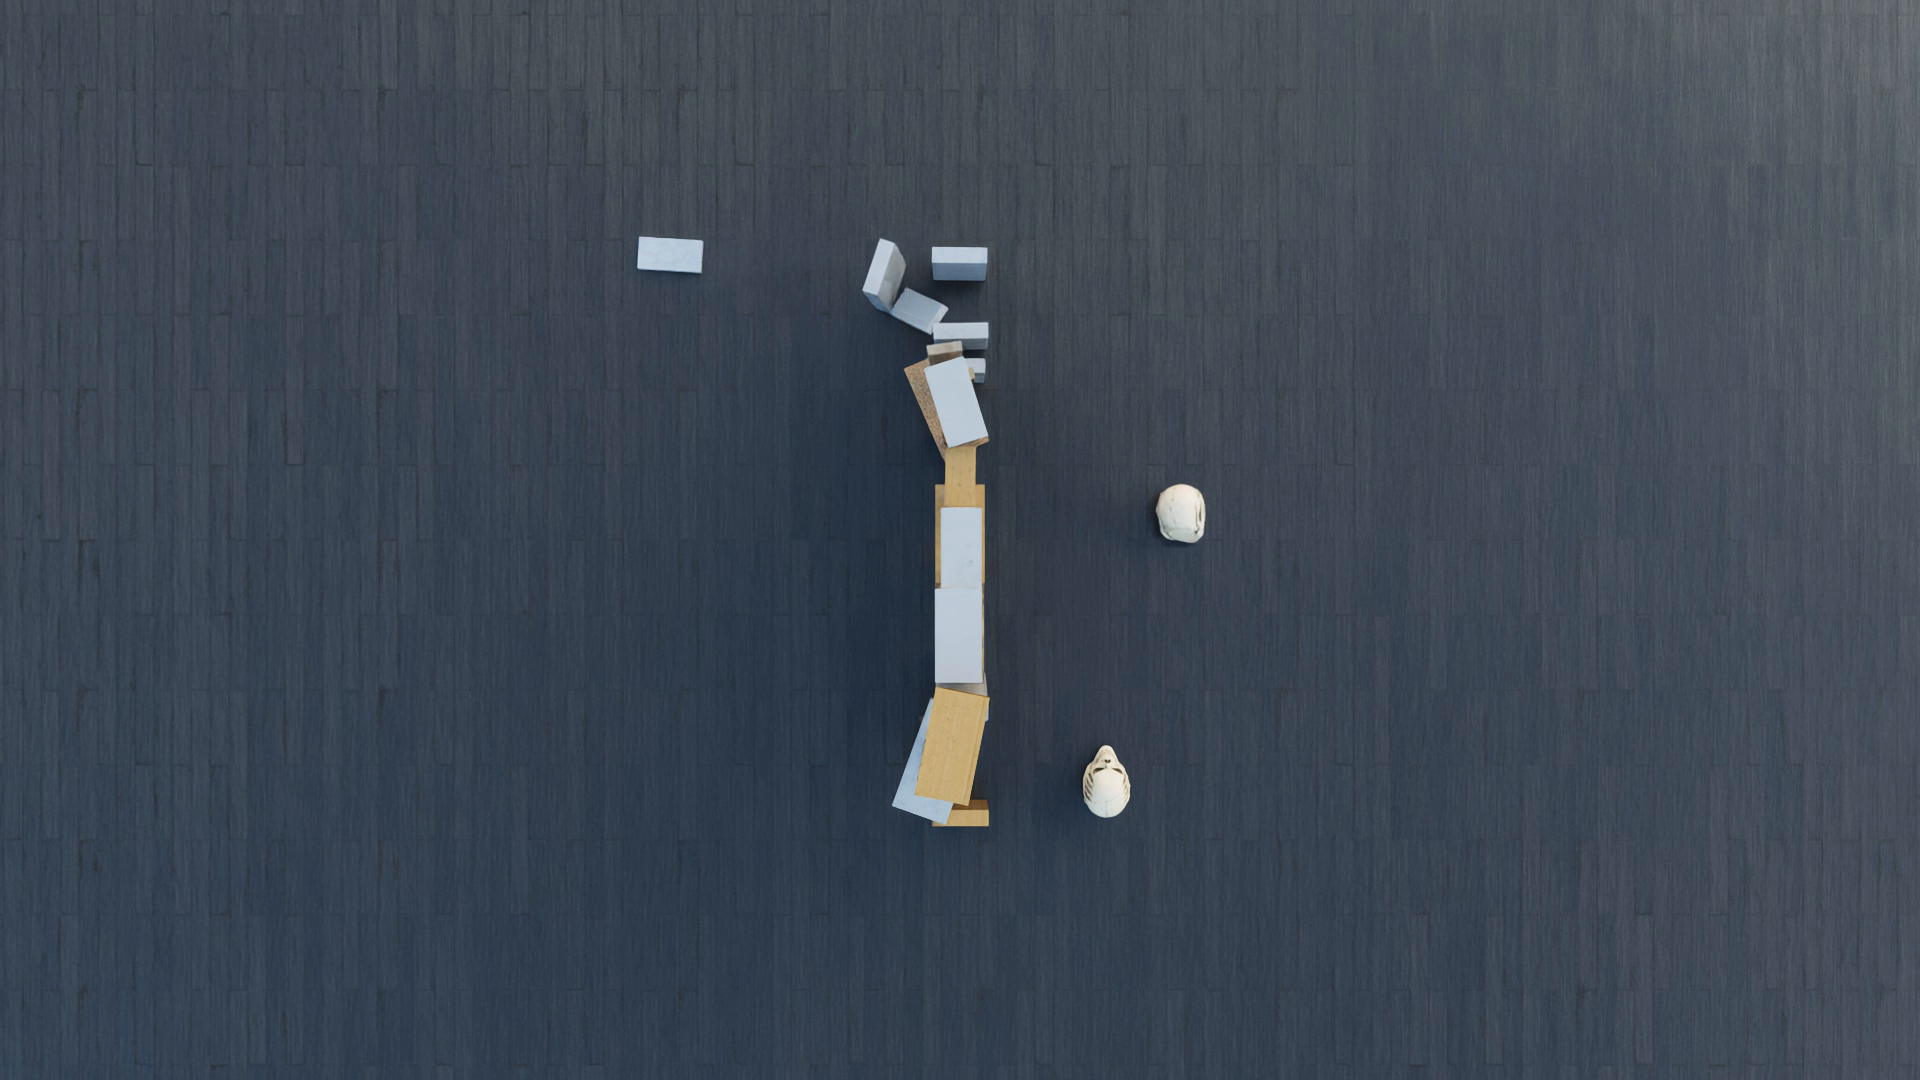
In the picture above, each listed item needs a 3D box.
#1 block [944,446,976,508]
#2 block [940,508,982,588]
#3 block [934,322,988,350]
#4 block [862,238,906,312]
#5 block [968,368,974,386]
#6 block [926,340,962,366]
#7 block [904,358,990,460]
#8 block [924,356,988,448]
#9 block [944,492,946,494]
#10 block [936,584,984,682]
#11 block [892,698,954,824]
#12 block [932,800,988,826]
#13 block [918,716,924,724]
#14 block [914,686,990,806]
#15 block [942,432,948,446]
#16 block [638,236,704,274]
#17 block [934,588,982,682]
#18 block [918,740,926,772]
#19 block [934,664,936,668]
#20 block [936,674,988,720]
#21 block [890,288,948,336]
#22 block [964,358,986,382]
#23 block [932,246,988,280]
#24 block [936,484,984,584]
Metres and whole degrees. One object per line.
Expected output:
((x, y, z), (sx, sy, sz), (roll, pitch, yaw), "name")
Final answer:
((0.001, -0.189, 4.956), (0.090, 0.026, 0.180), (1, 90, 0), "block")
((0.004, 0.025, 4.890), (0.121, 0.034, 0.241), (0, 90, 0), "block")
((0.003, -0.656, 5.327), (0.172, 0.345, 0.049), (-2, 91, 0), "block")
((-0.241, -0.849, 5.326), (0.049, 0.345, 0.172), (19, 90, 5), "block")
((-0.019, -0.487, 5.021), (0.123, 0.246, 0.035), (-9, 90, 0), "block")
((-0.045, -0.567, 5.020), (0.104, 0.247, 0.030), (-8, 88, 0), "block")
((-0.042, -0.422, 5.166), (0.156, 0.044, 0.311), (-23, 90, 0), "block")
((-0.012, -0.407, 4.881), (0.123, 0.035, 0.246), (-17, 90, 0), "block")
((0.000, -0.131, 5.059), (0.090, 0.180, 0.026), (0, 90, 0), "block")
((-0.001, 0.289, 5.171), (0.153, 0.043, 0.307), (0, 90, 0), "block")
((-0.068, 0.686, 5.122), (0.176, 0.050, 0.352), (20, 90, 0), "block")
((0.001, 0.879, 5.323), (0.176, 0.352, 0.050), (0, 86, 0), "block")
((-0.024, 0.593, 5.324), (0.176, 0.352, 0.050), (-19, 75, 0), "block")
((-0.023, 0.593, 4.759), (0.158, 0.045, 0.315), (11, 90, 0), "block")
((0.009, -0.321, 5.022), (0.123, 0.246, 0.035), (-18, 90, 0), "block")
((-0.963, -0.948, 5.485), (0.209, 0.030, 0.104), (4, 90, 0), "block")
((-0.004, 0.281, 4.854), (0.138, 0.039, 0.275), (0, 90, 0), "block")
((-0.036, 0.658, 4.939), (0.158, 0.315, 0.045), (12, 103, 0), "block")
((-0.002, 0.388, 5.346), (0.153, 0.307, 0.043), (3, 89, 0), "block")
((0.003, 0.477, 5.061), (0.158, 0.556, 0.045), (0, 95, 0), "block")
((-0.137, -0.752, 5.415), (0.030, 0.209, 0.104), (32, 90, -44), "block")
((0.001, -0.548, 5.344), (0.156, 0.311, 0.044), (1, 90, 0), "block")
((-0.001, -0.891, 5.328), (0.172, 0.345, 0.049), (1, 90, 0), "block")
((0.000, -0.019, 5.170), (0.154, 0.044, 0.308), (0, 90, 0), "block")
